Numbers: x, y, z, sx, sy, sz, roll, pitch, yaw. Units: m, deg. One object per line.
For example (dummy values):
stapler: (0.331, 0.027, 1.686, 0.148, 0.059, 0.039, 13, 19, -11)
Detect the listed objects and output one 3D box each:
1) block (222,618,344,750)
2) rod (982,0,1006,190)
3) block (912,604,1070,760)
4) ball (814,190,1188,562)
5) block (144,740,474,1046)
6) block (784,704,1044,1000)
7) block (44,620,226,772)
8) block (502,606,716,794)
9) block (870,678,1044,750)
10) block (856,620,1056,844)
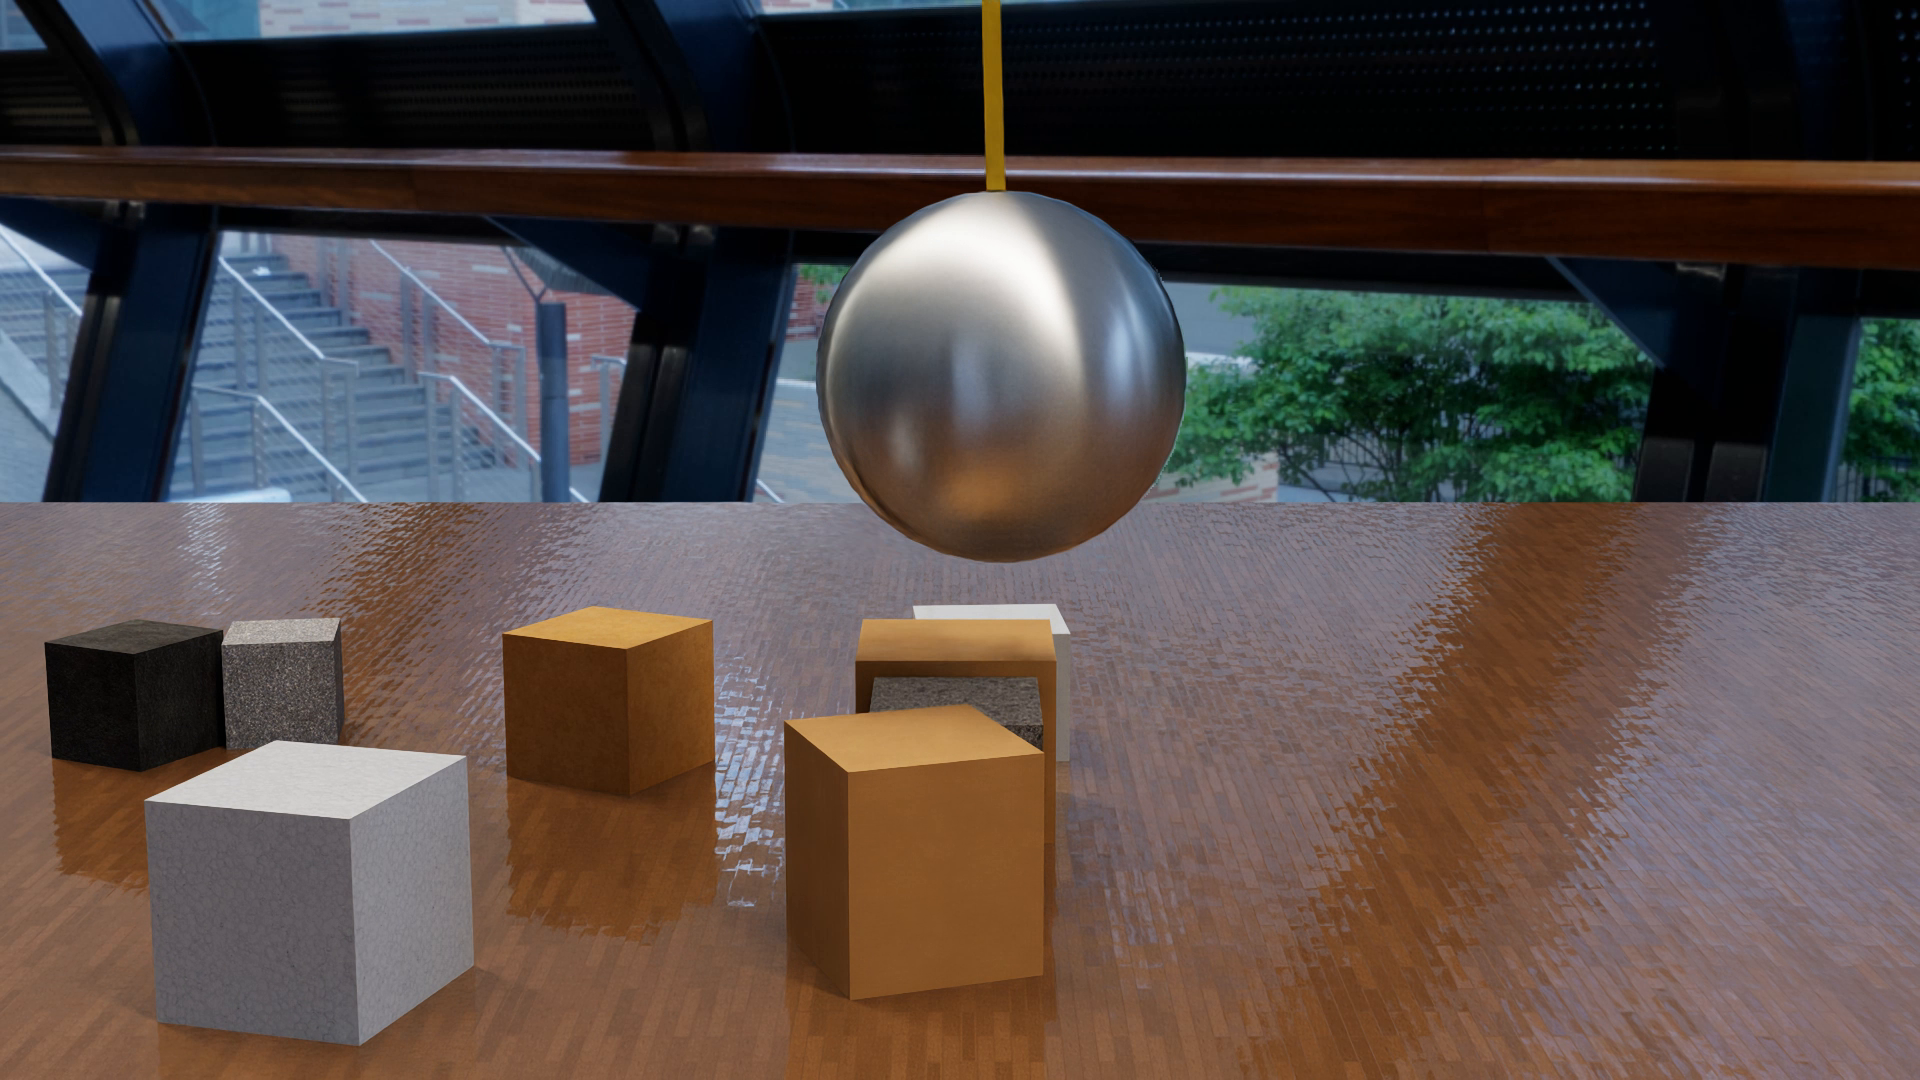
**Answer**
block: (-3.630, 0.764, 13.790, 0.571, 0.563, 0.592, -2, 10, -10)
rod: (0.076, -4.045, 10.445, 0.080, 5.200, 0.080, -2, 10, 0)
block: (0.156, 0.749, 13.563, 0.773, 0.673, 0.751, -1, 10, -4)
ball: (0.176, -0.701, 11.053, 1.600, 1.600, 1.600, 0, 10, 0)
block: (-2.475, 1.328, 9.852, 0.850, 0.861, 0.903, 3, 11, 16)
block: (-0.195, 1.226, 10.294, 0.801, 0.904, 0.843, -4, 11, -20)
block: (-4.301, 0.803, 13.427, 0.614, 0.616, 0.643, 5, 12, 26)
block: (-1.783, 0.803, 13.088, 0.758, 0.738, 0.760, 5, 12, 28)
block: (-0.020, 1.093, 11.343, 0.742, 0.791, 0.876, 0, 10, 0)
block: (-0.018, 0.895, 12.228, 0.918, 0.863, 0.913, 0, 10, 0)
